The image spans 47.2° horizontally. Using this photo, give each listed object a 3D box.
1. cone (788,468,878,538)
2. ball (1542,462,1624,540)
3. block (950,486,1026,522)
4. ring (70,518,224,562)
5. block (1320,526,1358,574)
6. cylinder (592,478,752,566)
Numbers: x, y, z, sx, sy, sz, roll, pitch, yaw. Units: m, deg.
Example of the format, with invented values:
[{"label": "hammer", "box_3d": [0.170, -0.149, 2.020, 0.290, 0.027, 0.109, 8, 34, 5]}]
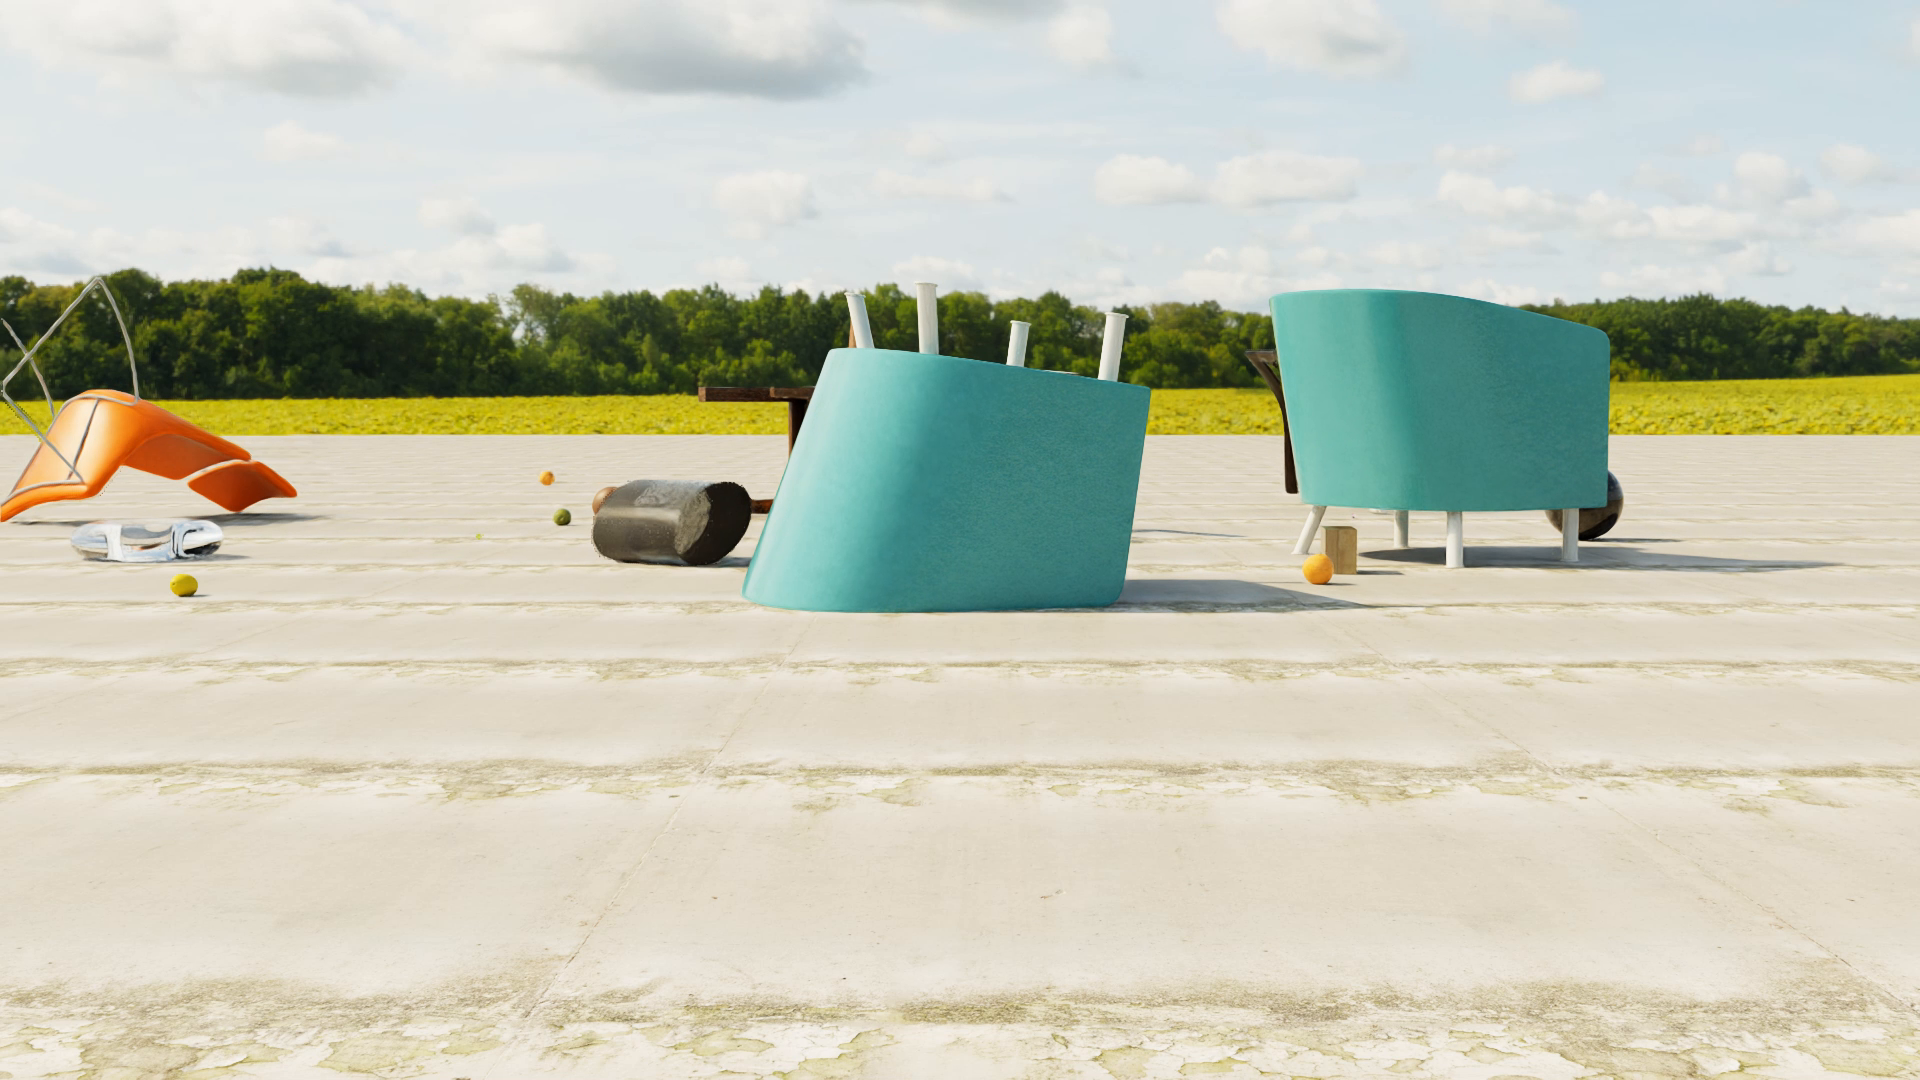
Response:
[{"label": "cone", "box_3d": [-0.407, -0.067, 6.762, 0.280, 0.239, 0.209, 6, -27, -10]}, {"label": "ball", "box_3d": [1.853, -0.117, 6.541, 0.234, 0.234, 0.234, 0, 4, 0]}, {"label": "block", "box_3d": [0.098, -0.123, 7.528, 0.209, 0.111, 0.153, 3, 5, 35]}, {"label": "ring", "box_3d": [-2.158, -0.001, 5.841, 0.394, 0.099, 0.348, 0, 5, 7]}, {"label": "block", "box_3d": [0.928, 0.025, 5.390, 0.076, 0.109, 0.145, 0, 4, 5]}, {"label": "cylinder", "box_3d": [-0.747, -0.049, 5.711, 0.308, 0.191, 0.289, 3, 30, 40]}]
